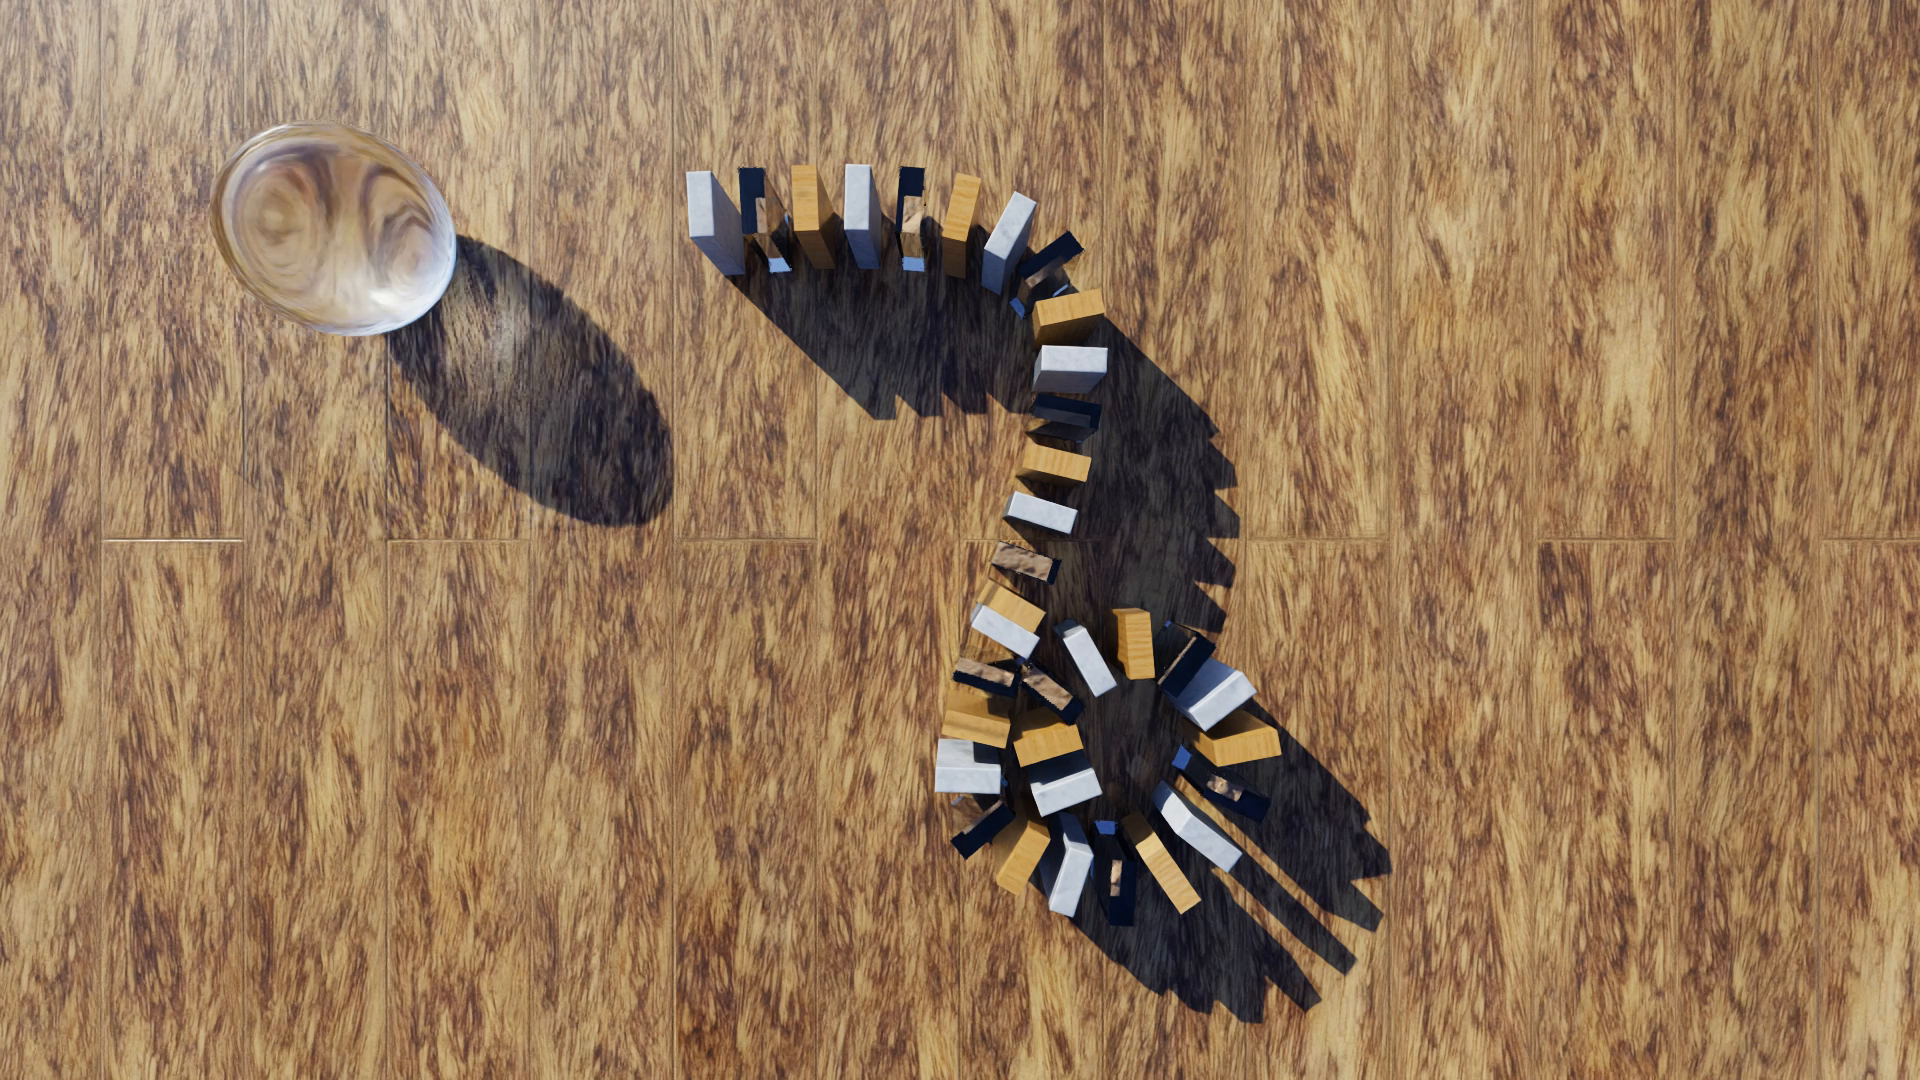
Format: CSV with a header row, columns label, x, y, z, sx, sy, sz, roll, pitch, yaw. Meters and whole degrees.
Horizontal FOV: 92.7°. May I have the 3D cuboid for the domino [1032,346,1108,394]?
label,x,y,z,sx,sy,sz,roll,pitch,yaw
domino,0.044,-0.069,0.375,0.025,0.050,0.010,2,90,0

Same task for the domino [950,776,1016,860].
label,x,y,z,sx,sy,sz,roll,pitch,yaw
domino,0.009,0.111,0.375,0.025,0.050,0.009,-40,90,0

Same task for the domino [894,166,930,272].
label,x,y,z,sx,sy,sz,roll,pitch,yaw
domino,-0.019,-0.130,0.375,0.009,0.050,0.025,5,90,0

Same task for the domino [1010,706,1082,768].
label,x,y,z,sx,sy,sz,roll,pitch,yaw
domino,0.034,0.079,0.375,0.025,0.050,0.010,-17,90,0

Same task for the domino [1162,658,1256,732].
label,x,y,z,sx,sy,sz,roll,pitch,yaw
domino,0.101,0.062,0.375,0.025,0.050,0.009,-37,90,0

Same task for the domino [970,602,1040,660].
label,x,y,z,sx,sy,sz,roll,pitch,yaw
domino,0.018,0.035,0.375,0.025,0.050,0.009,30,90,0

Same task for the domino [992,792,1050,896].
label,x,y,z,sx,sy,sz,roll,pitch,yaw
domino,0.024,0.123,0.375,0.009,0.050,0.025,30,90,0

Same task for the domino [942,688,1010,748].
label,x,y,z,sx,sy,sz,roll,pitch,yaw
domino,0.006,0.072,0.375,0.025,0.050,0.010,13,90,0

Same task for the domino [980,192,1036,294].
label,x,y,z,sx,sy,sz,roll,pitch,yaw
domino,0.019,-0.120,0.375,0.010,0.050,0.025,28,90,0

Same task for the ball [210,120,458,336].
label,x,y,z,sx,sy,sz,roll,pitch,yaw
ball,-0.243,-0.121,0.360,0.080,0.080,0.080,0,90,0

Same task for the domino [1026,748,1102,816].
label,x,y,z,sx,sy,sz,roll,pitch,yaw
domino,0.041,0.097,0.375,0.025,0.050,0.010,-21,90,0

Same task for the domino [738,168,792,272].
label,x,y,z,sx,sy,sz,roll,pitch,yaw
domino,-0.079,-0.130,0.375,0.010,0.050,0.025,-4,90,0

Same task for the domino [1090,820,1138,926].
label,x,y,z,sx,sy,sz,roll,pitch,yaw
domino,0.062,0.135,0.375,0.009,0.050,0.025,4,90,0

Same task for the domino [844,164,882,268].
label,x,y,z,sx,sy,sz,roll,pitch,yaw
domino,-0.039,-0.131,0.375,0.010,0.050,0.025,1,90,0

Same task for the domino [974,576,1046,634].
label,x,y,z,sx,sy,sz,roll,pitch,yaw
domino,0.020,0.025,0.375,0.025,0.050,0.010,30,90,0

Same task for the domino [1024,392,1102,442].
label,x,y,z,sx,sy,sz,roll,pitch,yaw
domino,0.041,-0.049,0.375,0.025,0.050,0.010,11,90,0

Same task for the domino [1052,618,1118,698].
label,x,y,z,sx,sy,sz,roll,pitch,yaw
domino,0.050,0.047,0.375,0.009,0.050,0.025,-29,90,0

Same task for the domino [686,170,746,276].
label,x,y,z,sx,sy,sz,roll,pitch,yaw
domino,-0.099,-0.128,0.375,0.010,0.050,0.025,-3,90,0

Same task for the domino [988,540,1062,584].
label,x,y,z,sx,sy,sz,roll,pitch,yaw
domino,0.026,0.009,0.375,0.025,0.050,0.009,18,90,0

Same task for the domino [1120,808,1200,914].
label,x,y,z,sx,sy,sz,roll,pitch,yaw
domino,0.081,0.130,0.375,0.010,0.050,0.025,-35,90,0

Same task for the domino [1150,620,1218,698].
label,x,y,z,sx,sy,sz,roll,pitch,yaw
domino,0.087,0.048,0.375,0.010,0.050,0.025,38,90,0

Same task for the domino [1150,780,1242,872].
label,x,y,z,sx,sy,sz,roll,pitch,yaw
domino,0.095,0.116,0.375,0.025,0.050,0.009,38,90,0

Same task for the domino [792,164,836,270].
label,x,y,z,sx,sy,sz,roll,pitch,yaw
domino,-0.059,-0.131,0.375,0.010,0.050,0.025,-2,90,0

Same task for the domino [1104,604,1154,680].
label,x,y,z,sx,sy,sz,roll,pitch,yaw
domino,0.069,0.040,0.375,0.009,0.050,0.025,-5,90,0

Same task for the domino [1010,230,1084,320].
label,x,y,z,sx,sy,sz,roll,pitch,yaw
domino,0.034,-0.107,0.375,0.025,0.050,0.009,-36,90,0

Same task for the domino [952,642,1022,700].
label,x,y,z,sx,sy,sz,roll,pitch,yaw
domino,0.010,0.053,0.375,0.025,0.050,0.009,17,90,0

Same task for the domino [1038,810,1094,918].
label,x,y,z,sx,sy,sz,roll,pitch,yaw
domino,0.043,0.131,0.375,0.010,0.050,0.025,18,90,0

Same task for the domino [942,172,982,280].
label,x,y,z,sx,sy,sz,roll,pitch,yaw
domino,0.001,-0.127,0.375,0.010,0.050,0.025,14,90,0

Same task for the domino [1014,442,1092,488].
label,x,y,z,sx,sy,sz,roll,pitch,yaw
domino,0.037,-0.030,0.375,0.025,0.050,0.010,13,90,0

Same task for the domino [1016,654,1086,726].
label,x,y,z,sx,sy,sz,roll,pitch,yaw
domino,0.035,0.060,0.375,0.025,0.050,0.009,38,90,0

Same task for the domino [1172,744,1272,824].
label,x,y,z,sx,sy,sz,roll,pitch,yaw
domino,0.106,0.099,0.375,0.025,0.050,0.010,25,90,0

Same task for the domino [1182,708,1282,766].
label,x,y,z,sx,sy,sz,roll,pitch,yaw
domino,0.110,0.080,0.375,0.025,0.050,0.010,-11,90,0

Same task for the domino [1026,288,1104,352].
label,x,y,z,sx,sy,sz,roll,pitch,yaw
domino,0.042,-0.089,0.375,0.025,0.050,0.010,-12,90,0

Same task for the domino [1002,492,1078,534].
label,x,y,z,sx,sy,sz,roll,pitch,yaw
domino,0.032,-0.010,0.375,0.025,0.050,0.010,17,90,0

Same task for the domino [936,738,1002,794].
label,x,y,z,sx,sy,sz,roll,pitch,yaw
domino,0.003,0.092,0.375,0.025,0.050,0.009,2,90,0
